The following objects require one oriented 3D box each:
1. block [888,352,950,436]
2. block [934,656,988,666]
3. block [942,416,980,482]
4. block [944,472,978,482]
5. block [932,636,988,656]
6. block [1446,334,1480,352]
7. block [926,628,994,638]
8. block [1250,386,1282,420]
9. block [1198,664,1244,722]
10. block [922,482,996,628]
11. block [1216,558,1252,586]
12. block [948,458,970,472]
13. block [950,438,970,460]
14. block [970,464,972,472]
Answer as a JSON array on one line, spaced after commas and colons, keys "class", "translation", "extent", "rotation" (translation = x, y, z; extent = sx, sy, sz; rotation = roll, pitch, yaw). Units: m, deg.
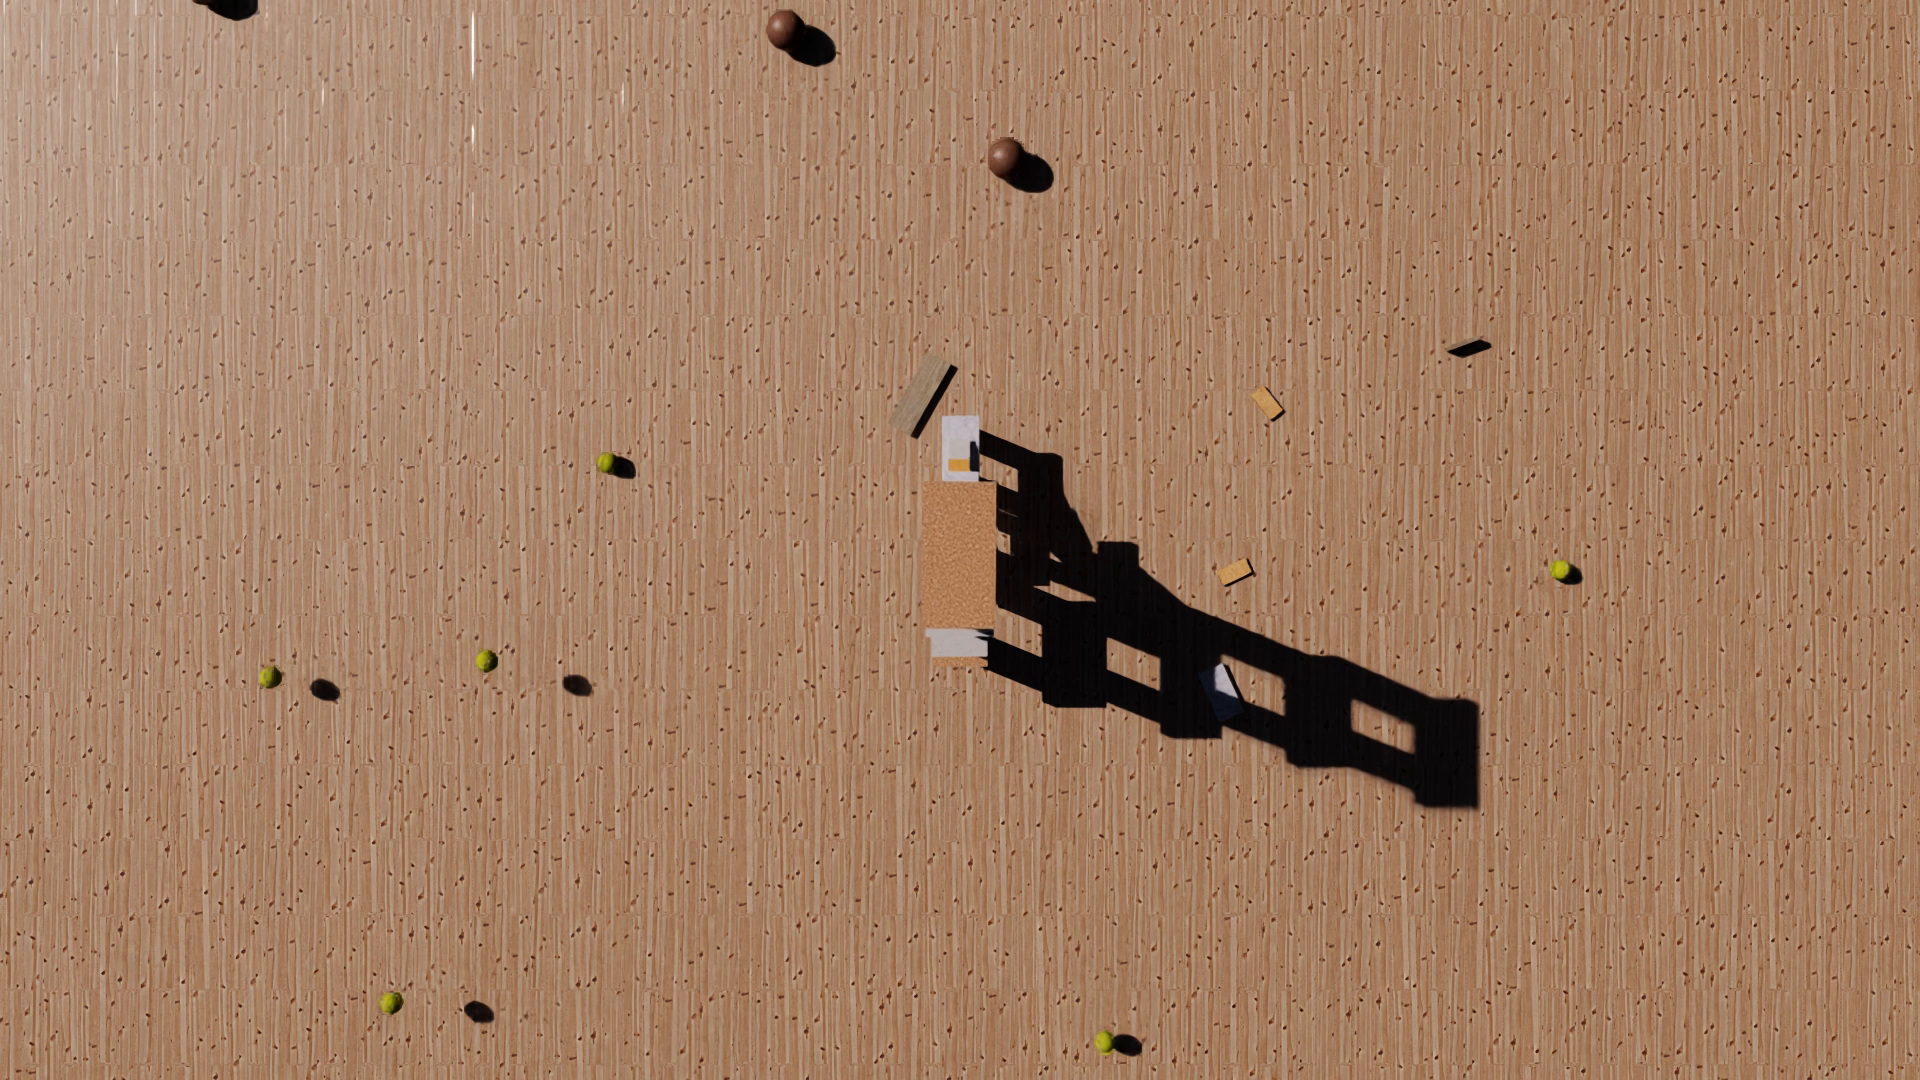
[{"class": "block", "translation": [-0.136, -0.486, 5.488], "extent": [0.087, 0.025, 0.272], "rotation": [30, 90, 0]}, {"class": "block", "translation": [0.002, 0.224, 5.140], "extent": [0.168, 0.048, 0.337], "rotation": [0, 90, 0]}, {"class": "block", "translation": [0.003, -0.276, 5.247], "extent": [0.118, 0.033, 0.236], "rotation": [0, 90, 0]}, {"class": "block", "translation": [0.002, -0.100, 5.002], "extent": [0.107, 0.030, 0.214], "rotation": [1, 89, 0]}, {"class": "block", "translation": [-0.001, 0.174, 4.770], "extent": [0.162, 0.046, 0.323], "rotation": [0, 90, 0]}, {"class": "block", "translation": [1.668, -0.653, 5.474], "extent": [0.105, 0.053, 0.015], "rotation": [-20, 90, 0]}, {"class": "block", "translation": [-0.004, 0.077, 4.365], "extent": [0.178, 0.050, 0.355], "rotation": [-1, 90, 0]}, {"class": "block", "translation": [1.020, -0.457, 5.493], "extent": [0.053, 0.015, 0.105], "rotation": [-38, 90, 0]}, {"class": "block", "translation": [0.868, 0.508, 5.488], "extent": [0.087, 0.025, 0.175], "rotation": [-25, 90, 0]}, {"class": "block", "translation": [-0.002, 0.036, 3.963], "extent": [0.175, 0.050, 0.351], "rotation": [1, 90, 0]}, {"class": "block", "translation": [0.912, 0.105, 5.493], "extent": [0.105, 0.015, 0.053], "rotation": [-25, 90, 0]}, {"class": "block", "translation": [-0.002, -0.191, 5.144], "extent": [0.064, 0.018, 0.129], "rotation": [-2, 64, -1]}, {"class": "block", "translation": [-0.001, -0.258, 5.196], "extent": [0.064, 0.018, 0.129], "rotation": [-1, 66, 0]}, {"class": "block", "translation": [0.004, -0.184, 5.181], "extent": [0.064, 0.018, 0.129], "rotation": [-1, 48, 0]}]
